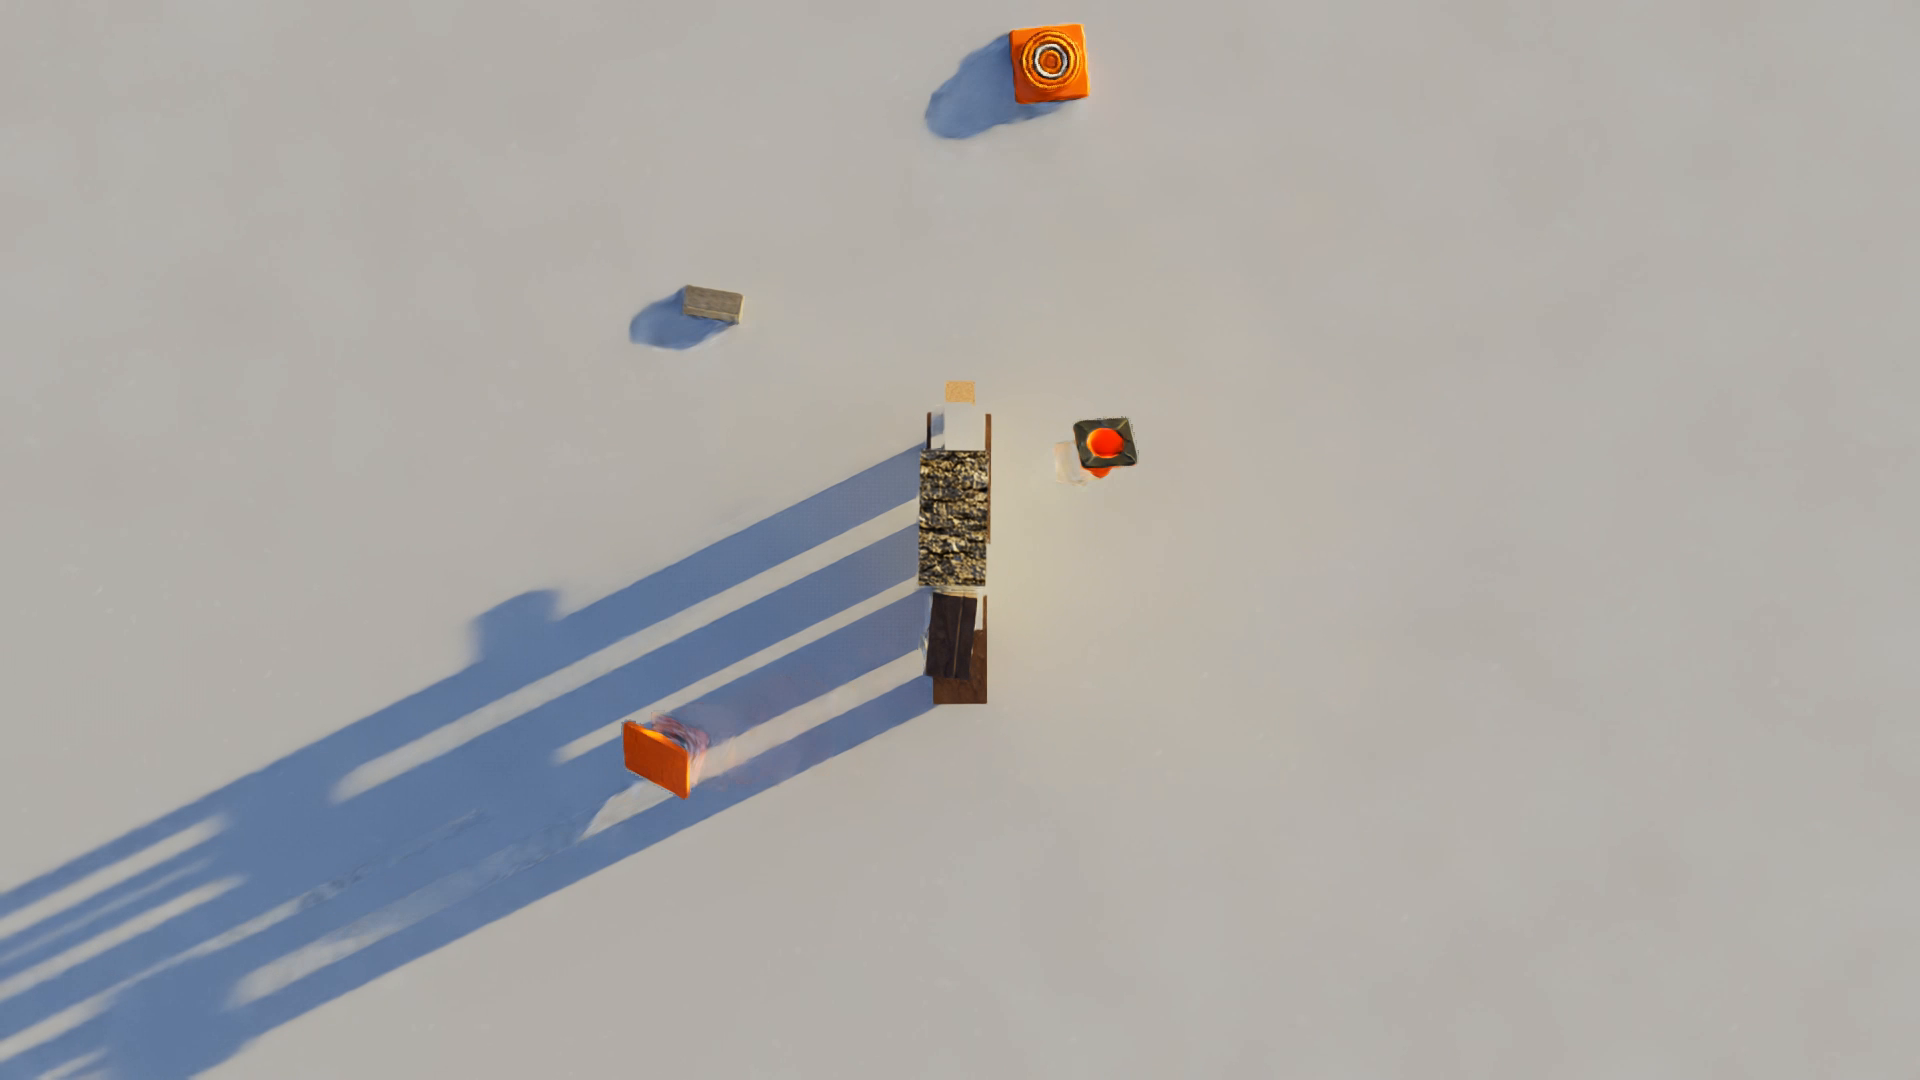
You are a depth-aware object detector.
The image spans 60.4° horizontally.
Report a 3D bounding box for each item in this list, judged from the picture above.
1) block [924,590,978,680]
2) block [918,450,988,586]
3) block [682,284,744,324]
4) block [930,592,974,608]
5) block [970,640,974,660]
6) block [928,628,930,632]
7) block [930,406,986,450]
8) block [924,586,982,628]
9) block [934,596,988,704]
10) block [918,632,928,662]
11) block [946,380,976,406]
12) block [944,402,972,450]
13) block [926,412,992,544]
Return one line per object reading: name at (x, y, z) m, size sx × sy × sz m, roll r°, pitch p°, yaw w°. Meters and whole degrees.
block at (-0.021, 0.228, 3.965) m, size 0.107 × 0.030 × 0.213 m, roll 6°, pitch 109°, yaw -2°
block at (-0.016, -0.051, 3.835) m, size 0.157 × 0.044 × 0.314 m, roll 1°, pitch 90°, yaw 0°
block at (-0.821, -0.784, 5.487) m, size 0.190 × 0.027 × 0.095 m, roll 9°, pitch 90°, yaw 0°
block at (-0.019, 0.149, 4.065) m, size 0.107 × 0.213 × 0.030 m, roll 0°, pitch 91°, yaw 0°
block at (-0.016, 0.217, 4.624) m, size 0.115 × 0.033 × 0.230 m, roll 4°, pitch 90°, yaw 1°
block at (-0.056, 0.260, 4.566) m, size 0.050 × 0.014 × 0.101 m, roll -8°, pitch 129°, yaw 13°
block at (-0.006, -0.204, 4.210) m, size 0.138 × 0.039 × 0.275 m, roll 1°, pitch 90°, yaw 0°
block at (-0.014, 0.079, 4.193) m, size 0.145 × 0.041 × 0.291 m, roll 1°, pitch 90°, yaw 0°
block at (0.001, 0.341, 5.140) m, size 0.168 × 0.048 × 0.337 m, roll 0°, pitch 90°, yaw 0°
block at (-0.045, 0.286, 4.275) m, size 0.107 × 0.534 × 0.030 m, roll 11°, pitch 91°, yaw -3°
block at (0.001, -0.415, 5.296) m, size 0.095 × 0.027 × 0.190 m, roll -1°, pitch 90°, yaw 0°
block at (-0.005, -0.271, 4.050) m, size 0.065 × 0.018 × 0.130 m, roll 0°, pitch 90°, yaw 0°
block at (-0.004, -0.169, 4.530) m, size 0.177 × 0.050 × 0.355 m, roll 1°, pitch 90°, yaw 0°
